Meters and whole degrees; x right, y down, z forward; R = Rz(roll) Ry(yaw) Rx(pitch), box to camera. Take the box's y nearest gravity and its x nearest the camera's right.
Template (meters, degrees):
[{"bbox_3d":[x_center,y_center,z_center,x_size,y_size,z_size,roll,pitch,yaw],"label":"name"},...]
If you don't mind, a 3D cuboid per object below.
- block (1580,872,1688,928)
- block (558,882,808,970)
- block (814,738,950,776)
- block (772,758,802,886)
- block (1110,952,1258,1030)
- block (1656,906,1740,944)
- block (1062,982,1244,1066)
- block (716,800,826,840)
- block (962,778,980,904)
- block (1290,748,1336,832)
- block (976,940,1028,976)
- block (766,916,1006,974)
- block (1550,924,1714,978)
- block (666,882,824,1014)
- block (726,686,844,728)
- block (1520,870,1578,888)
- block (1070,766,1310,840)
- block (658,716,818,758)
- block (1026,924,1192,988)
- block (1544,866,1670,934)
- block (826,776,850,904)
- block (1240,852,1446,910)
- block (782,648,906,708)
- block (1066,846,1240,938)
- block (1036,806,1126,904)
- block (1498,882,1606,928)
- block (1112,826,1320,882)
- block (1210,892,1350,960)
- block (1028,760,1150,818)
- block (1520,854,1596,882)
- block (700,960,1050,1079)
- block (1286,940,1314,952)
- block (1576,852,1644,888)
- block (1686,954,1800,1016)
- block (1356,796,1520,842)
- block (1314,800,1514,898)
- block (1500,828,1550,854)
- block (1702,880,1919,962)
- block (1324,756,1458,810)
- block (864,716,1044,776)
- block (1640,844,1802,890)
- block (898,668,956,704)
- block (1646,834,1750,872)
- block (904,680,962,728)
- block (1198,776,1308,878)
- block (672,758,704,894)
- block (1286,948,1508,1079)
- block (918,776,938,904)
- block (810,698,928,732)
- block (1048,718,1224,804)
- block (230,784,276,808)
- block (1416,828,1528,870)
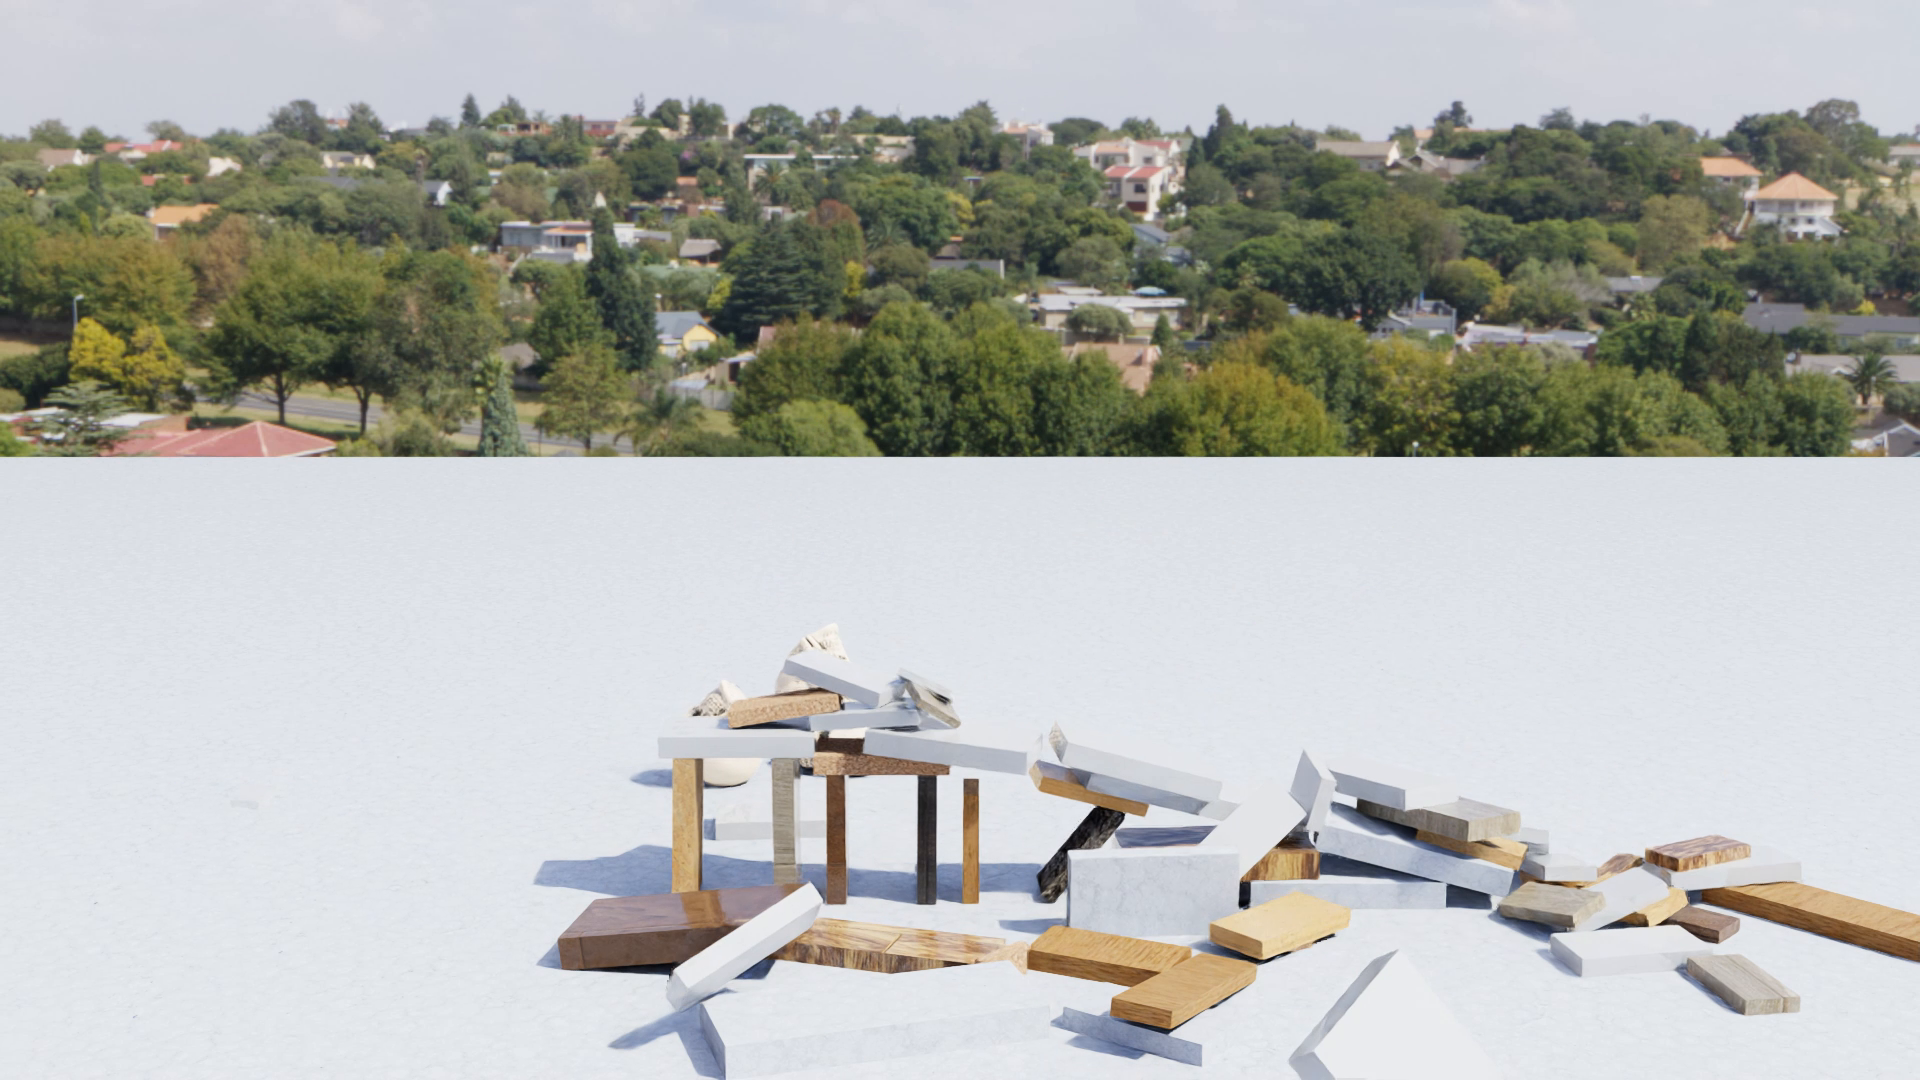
[{"bbox_3d":[1.075,0.578,3.536,0.086,0.024,0.171,-25,13,-23],"label":"block"},{"bbox_3d":[-0.418,0.593,3.383,0.355,0.050,0.177,-6,9,11],"label":"block"},{"bbox_3d":[-0.127,0.357,3.626,0.221,0.031,0.111,0,11,1],"label":"block"},{"bbox_3d":[-0.287,0.466,3.646,0.036,0.252,0.126,0,11,0],"label":"block"},{"bbox_3d":[0.326,0.644,3.156,0.090,0.025,0.351,7,4,27],"label":"block"},{"bbox_3d":[1.156,0.607,3.517,0.155,0.022,0.077,10,14,42],"label":"block"},{"bbox_3d":[0.271,0.680,3.096,0.227,0.032,0.113,8,13,36],"label":"block"},{"bbox_3d":[-0.329,0.511,4.007,0.230,0.033,0.115,-1,11,-6],"label":"block"},{"bbox_3d":[0.018,0.499,3.649,0.026,0.186,0.093,0,11,0],"label":"block"},{"bbox_3d":[0.587,0.416,3.667,0.025,0.090,0.179,15,9,-3],"label":"block"},{"bbox_3d":[0.061,0.636,3.275,0.015,0.052,0.103,14,17,40],"label":"block"},{"bbox_3d":[-0.142,0.626,3.387,0.409,0.032,0.113,3,11,18],"label":"block"},{"bbox_3d":[1.028,0.630,3.372,0.213,0.030,0.107,-2,11,-11],"label":"block"},{"bbox_3d":[-0.302,0.571,3.080,0.230,0.033,0.115,-30,-18,-27],"label":"block"},{"bbox_3d":[-0.288,0.273,3.633,0.182,0.026,0.091,-9,8,3],"label":"block"},{"bbox_3d":[1.005,0.573,3.718,0.105,0.015,0.053,0,11,0],"label":"block"},{"bbox_3d":[0.384,0.422,3.663,0.398,0.035,0.123,14,10,-14],"label":"block"},{"bbox_3d":[-0.363,0.324,3.618,0.252,0.036,0.126,0,11,-1],"label":"block"},{"bbox_3d":[0.225,0.635,3.339,0.227,0.032,0.113,5,12,25],"label":"block"},{"bbox_3d":[1.025,0.578,3.499,0.179,0.025,0.090,-21,12,-9],"label":"block"},{"bbox_3d":[-0.203,0.481,3.650,0.031,0.221,0.111,0,11,0],"label":"block"},{"bbox_3d":[0.634,0.567,3.668,0.319,0.045,0.159,0,11,0],"label":"block"},{"bbox_3d":[-0.191,0.228,3.638,0.182,0.026,0.091,18,16,23],"label":"block"},{"bbox_3d":[0.305,0.557,3.477,0.268,0.134,0.038,-1,11,-6],"label":"block"},{"bbox_3d":[0.200,0.511,3.653,0.026,0.186,0.093,38,6,-9],"label":"block"},{"bbox_3d":[0.942,0.580,3.503,0.077,0.022,0.155,-26,13,-30],"label":"block"},{"bbox_3d":[0.423,0.523,3.663,0.319,0.045,0.159,-1,11,-5],"label":"block"},{"bbox_3d":[0.501,0.603,3.443,0.213,0.030,0.107,-10,14,-41],"label":"block"},{"bbox_3d":[0.212,0.409,3.627,0.186,0.026,0.093,15,9,-11],"label":"block"},{"bbox_3d":[0.999,0.548,3.690,0.085,0.024,0.169,0,-1,-2],"label":"block"},{"bbox_3d":[-0.121,0.672,3.092,0.461,0.050,0.177,-3,11,-18],"label":"block"},{"bbox_3d":[0.505,0.623,3.456,0.048,0.014,0.096,-6,12,-29],"label":"block"},{"bbox_3d":[1.086,0.558,3.672,0.105,0.015,0.053,-29,11,-24],"label":"block"},{"bbox_3d":[1.156,0.656,3.248,0.086,0.024,0.171,-2,11,-9],"label":"block"},{"bbox_3d":[0.793,0.452,3.653,0.123,0.035,0.247,-3,7,-35],"label":"block"},{"bbox_3d":[0.752,0.512,3.667,0.319,0.045,0.159,14,10,6],"label":"block"},{"bbox_3d":[0.961,0.513,3.752,0.085,0.024,0.169,4,-14,15],"label":"block"},{"bbox_3d":[1.478,0.617,3.435,0.115,0.033,0.633,-9,14,-41],"label":"block"},{"bbox_3d":[0.706,0.409,3.713,0.123,0.035,0.247,-3,7,-34],"label":"block"},{"bbox_3d":[-0.010,0.330,3.583,0.268,0.038,0.134,6,11,12],"label":"block"},{"bbox_3d":[1.263,0.544,3.651,0.230,0.030,0.107,-4,8,-9],"label":"block"},{"bbox_3d":[-0.055,0.239,3.608,0.095,0.013,0.047,24,-12,12],"label":"block"},{"bbox_3d":[1.225,0.520,3.651,0.155,0.022,0.077,-6,9,-25],"label":"block"},{"bbox_3d":[-0.044,0.267,3.574,0.104,0.015,0.052,34,14,-41],"label":"block"},{"bbox_3d":[0.445,0.501,3.574,0.256,0.085,0.024,-40,-13,-16],"label":"block"},{"bbox_3d":[-0.451,0.466,3.645,0.036,0.252,0.126,2,11,0],"label":"block"},{"bbox_3d":[0.531,0.642,2.393,0.177,0.355,0.050,-39,-2,-36],"label":"block"},{"bbox_3d":[-0.054,0.481,3.649,0.031,0.221,0.111,0,11,0],"label":"block"},{"bbox_3d":[-0.145,0.285,3.603,0.182,0.026,0.091,-5,8,14],"label":"block"},{"bbox_3d":[0.287,0.363,3.613,0.268,0.038,0.134,15,9,-10],"label":"block"},{"bbox_3d":[-1.342,0.488,4.180,0.052,0.015,0.103,0,11,2],"label":"block"},{"bbox_3d":[0.849,0.501,3.647,0.171,0.024,0.086,16,11,19],"label":"block"}]
